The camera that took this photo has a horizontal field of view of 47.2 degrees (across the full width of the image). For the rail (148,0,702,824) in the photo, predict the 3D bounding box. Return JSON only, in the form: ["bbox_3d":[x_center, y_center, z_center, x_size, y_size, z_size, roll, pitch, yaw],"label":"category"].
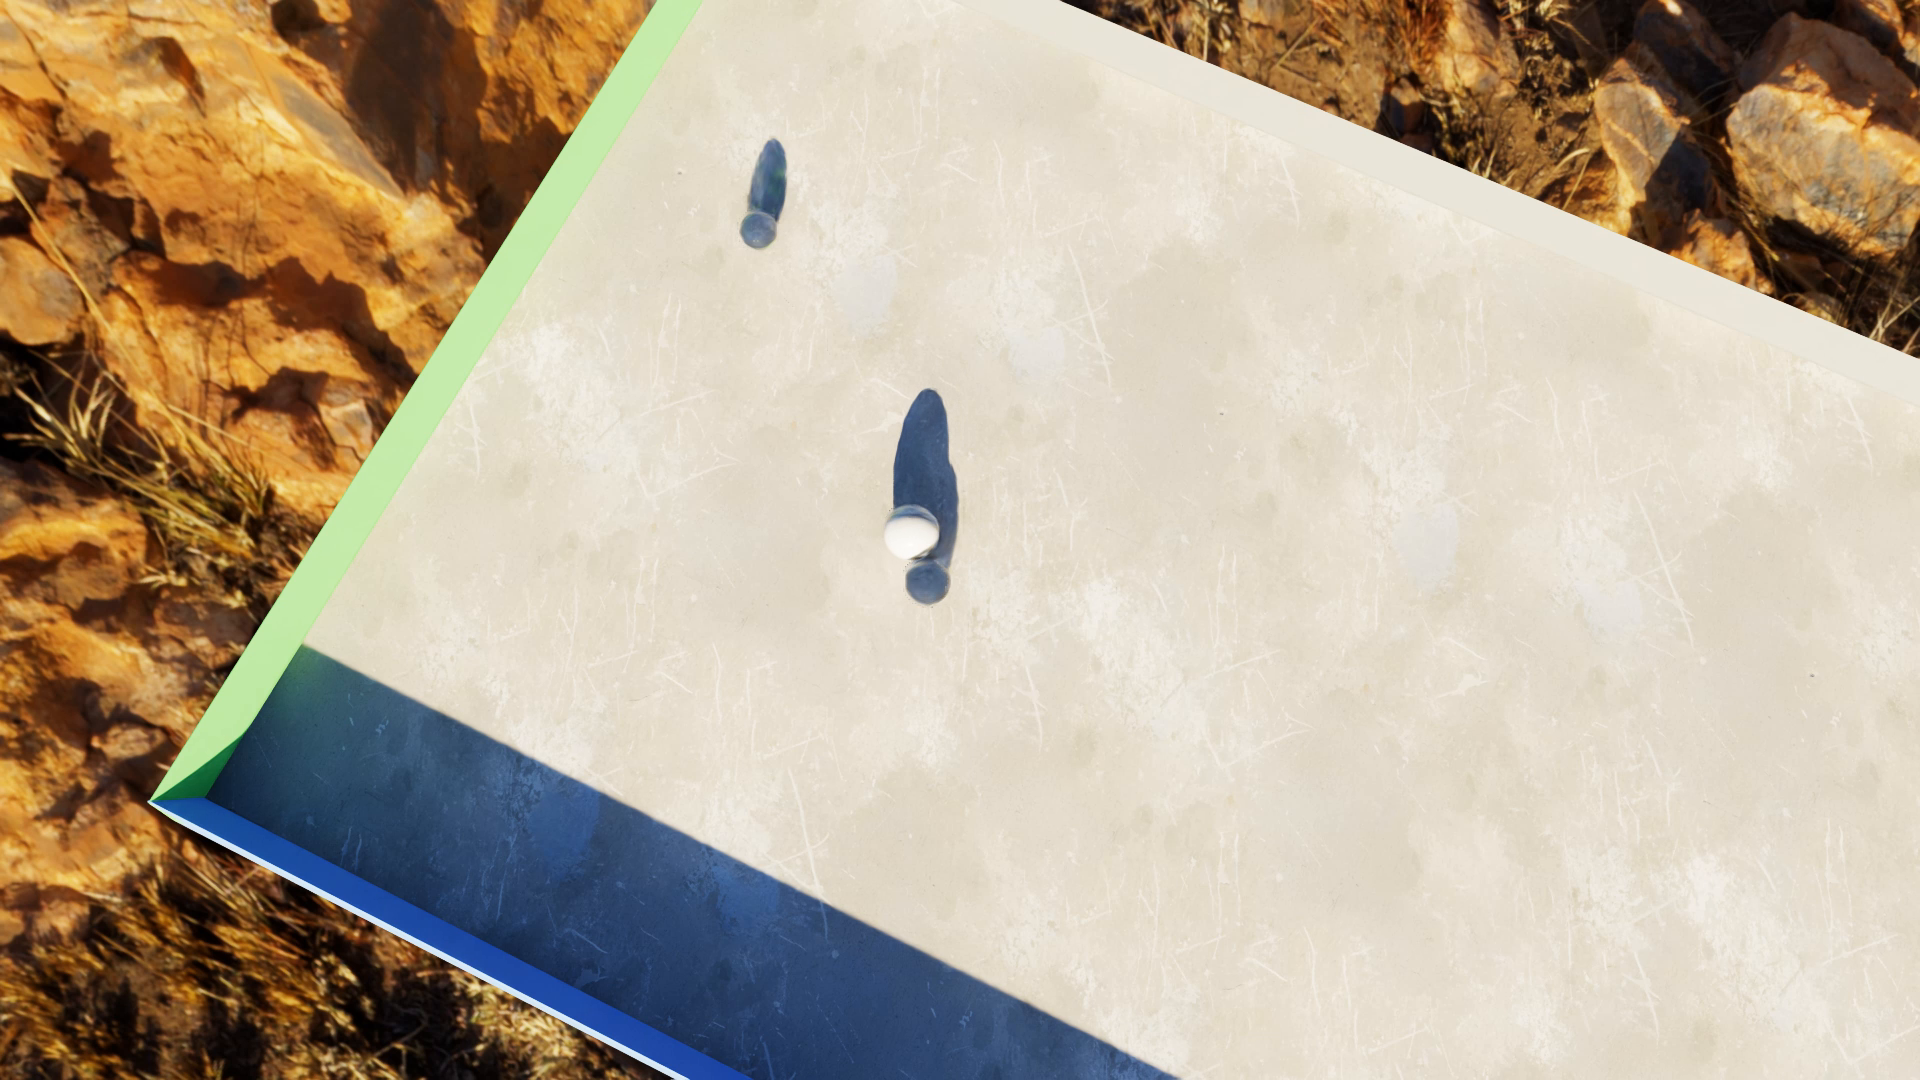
[{"bbox_3d":[-0.763,-0.359,3.557,0.045,0.114,1.837,25,72,9],"label":"rail"}]

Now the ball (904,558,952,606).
[{"bbox_3d":[-0.050,0.065,3.422,0.074,0.074,0.074,0,70,0],"label":"ball"}]

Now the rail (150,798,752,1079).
[{"bbox_3d":[0.388,1.109,3.013,3.496,0.114,0.045,25,72,9],"label":"rail"}]

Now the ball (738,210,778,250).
[{"bbox_3d":[-0.334,-0.512,3.641,0.064,0.064,0.064,0,70,0],"label":"ball"}]

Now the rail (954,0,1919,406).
[{"bbox_3d":[1.180,-0.396,3.570,3.496,0.114,0.045,25,72,9],"label":"rail"}]

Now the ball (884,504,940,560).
[{"bbox_3d":[-0.076,-0.012,3.443,0.088,0.088,0.088,0,70,0],"label":"ball"}]
